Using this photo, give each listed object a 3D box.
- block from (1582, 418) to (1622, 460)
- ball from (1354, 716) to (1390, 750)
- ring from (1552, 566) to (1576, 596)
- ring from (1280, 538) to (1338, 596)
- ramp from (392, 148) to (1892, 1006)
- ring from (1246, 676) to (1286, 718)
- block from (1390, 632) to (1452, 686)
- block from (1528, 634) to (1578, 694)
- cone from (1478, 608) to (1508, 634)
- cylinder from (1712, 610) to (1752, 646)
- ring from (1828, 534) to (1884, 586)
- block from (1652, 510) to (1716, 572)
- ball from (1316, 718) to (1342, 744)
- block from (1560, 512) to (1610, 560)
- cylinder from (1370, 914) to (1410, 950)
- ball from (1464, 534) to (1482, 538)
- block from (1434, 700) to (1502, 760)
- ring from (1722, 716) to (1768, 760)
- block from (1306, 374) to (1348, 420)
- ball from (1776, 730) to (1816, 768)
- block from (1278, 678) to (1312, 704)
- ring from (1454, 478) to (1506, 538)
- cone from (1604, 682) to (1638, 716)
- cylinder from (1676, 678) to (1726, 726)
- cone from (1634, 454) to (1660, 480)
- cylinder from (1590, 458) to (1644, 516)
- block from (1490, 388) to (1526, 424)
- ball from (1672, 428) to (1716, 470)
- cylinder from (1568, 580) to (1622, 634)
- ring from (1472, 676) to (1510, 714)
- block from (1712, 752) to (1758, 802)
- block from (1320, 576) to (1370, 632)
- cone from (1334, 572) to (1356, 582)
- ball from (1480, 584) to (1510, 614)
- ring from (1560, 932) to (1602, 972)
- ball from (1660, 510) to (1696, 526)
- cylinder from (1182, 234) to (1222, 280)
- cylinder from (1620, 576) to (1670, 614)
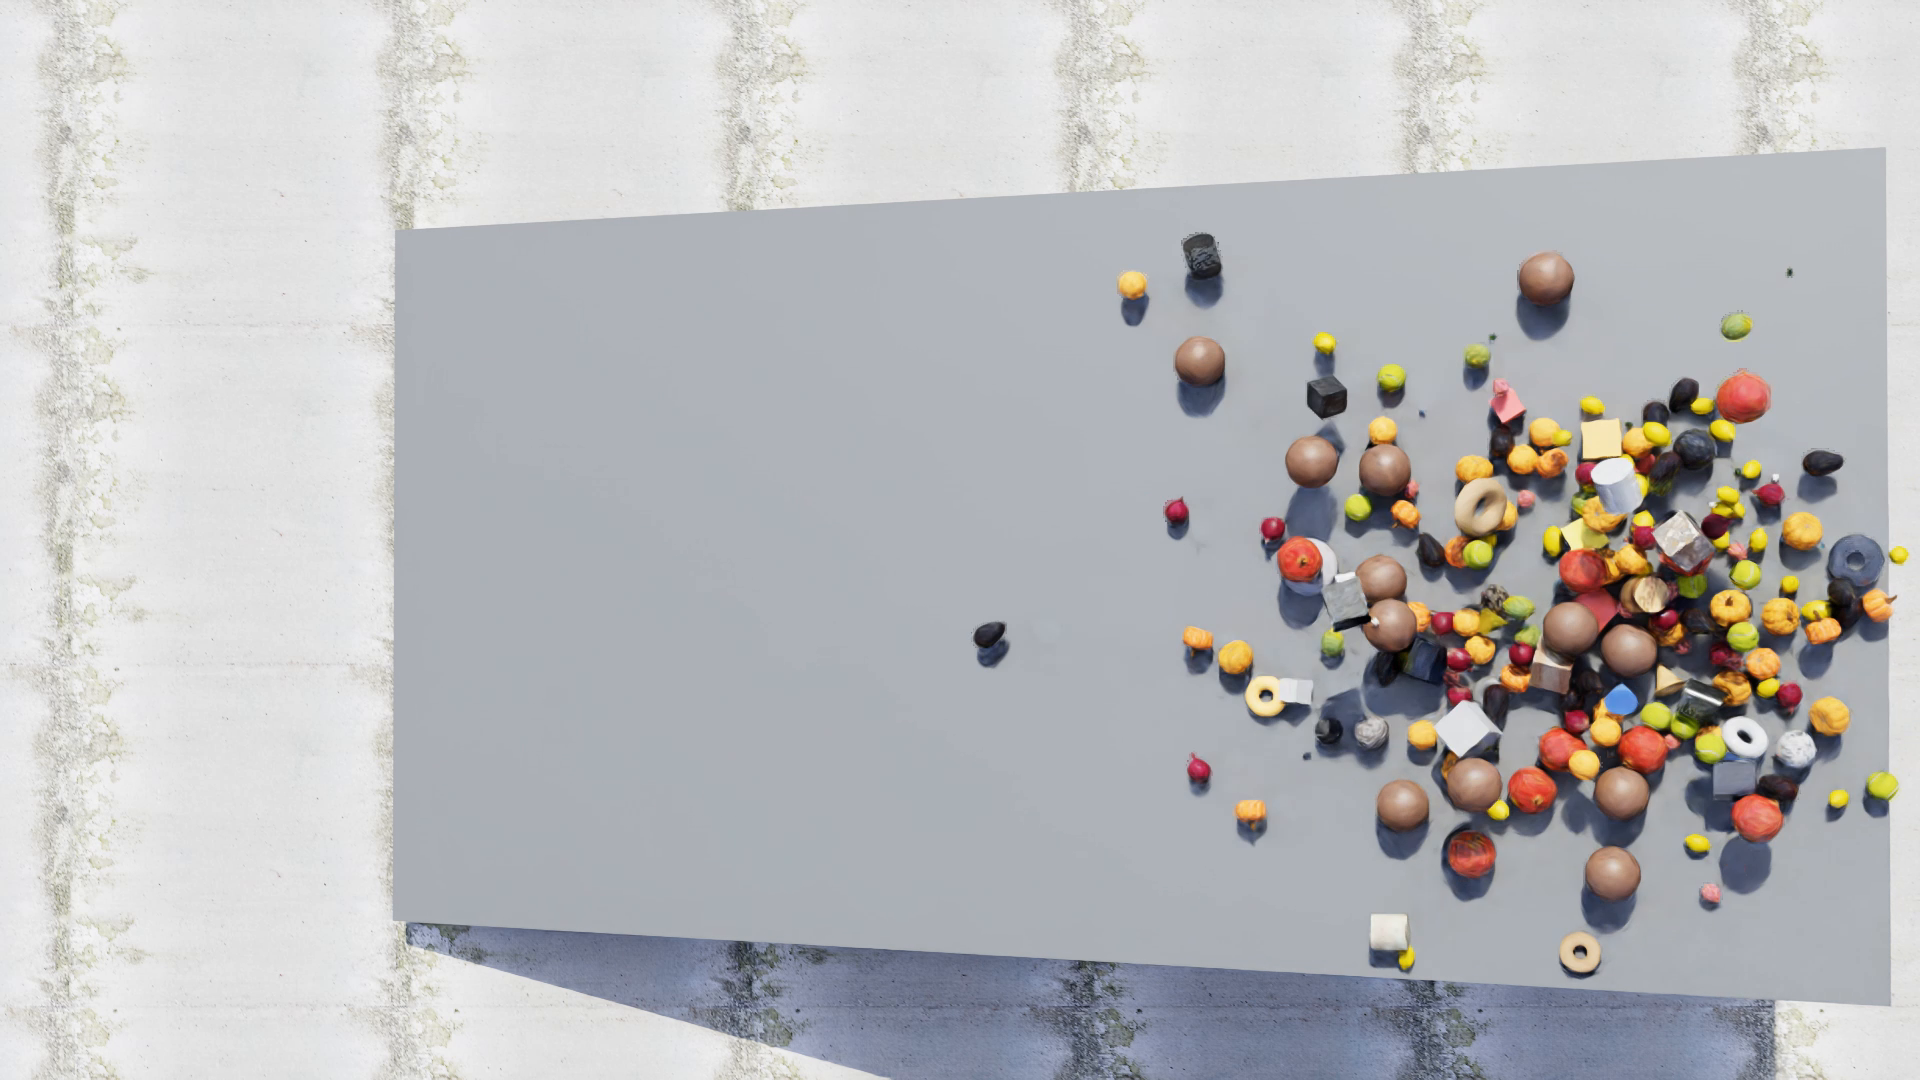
[{"bbox_3d":[1.542,-0.240,5.279,0.087,0.087,0.087,-4,88,18],"label":"block"},{"bbox_3d":[1.019,0.477,5.440,0.088,0.088,0.088,0,89,0],"label":"ball"},{"bbox_3d":[1.458,0.099,5.308,0.027,0.080,0.080,31,89,25],"label":"ring"},{"bbox_3d":[0.876,0.068,5.513,0.146,0.049,0.146,0,89,16],"label":"ring"},{"bbox_3d":[0.277,0.092,5.789,4.000,0.100,2.000,0,89,18],"label":"ramp"},{"bbox_3d":[0.773,0.394,5.549,0.105,0.035,0.105,-1,86,20],"label":"ring"},{"bbox_3d":[1.129,0.292,5.384,0.093,0.093,0.093,18,95,-22],"label":"block"},{"bbox_3d":[1.428,0.298,5.287,0.091,0.091,0.091,13,50,18],"label":"block"},{"bbox_3d":[1.301,0.200,5.323,0.066,0.066,0.066,7,89,-17],"label":"cone"},{"bbox_3d":[1.822,0.208,5.190,0.070,0.070,0.070,20,89,18],"label":"cylinder"},{"bbox_3d":[2.087,0.048,5.121,0.123,0.041,0.123,0,91,18],"label":"ring"},{"bbox_3d":[1.656,0.003,5.030,0.084,0.084,0.084,-42,131,20],"label":"block"},{"bbox_3d":[0.921,0.476,5.484,0.068,0.068,0.068,0,89,0],"label":"ball"},{"bbox_3d":[1.505,-0.009,5.291,0.083,0.083,0.083,-32,80,15],"label":"block"},{"bbox_3d":[1.061,0.967,5.420,0.086,0.086,0.086,-1,89,18],"label":"cylinder"},{"bbox_3d":[1.259,-0.033,5.383,0.062,0.062,0.062,0,89,0],"label":"ball"},{"bbox_3d":[1.225,0.460,5.305,0.100,0.100,0.100,-46,62,17],"label":"block"},{"bbox_3d":[1.840,0.464,5.157,0.111,0.037,0.111,6,52,-7],"label":"ring"},{"bbox_3d":[0.901,-0.351,5.400,0.069,0.069,0.069,-18,131,-17],"label":"block"},{"bbox_3d":[1.952,0.489,5.134,0.088,0.088,0.088,0,89,0],"label":"ball"},{"bbox_3d":[0.840,0.377,5.505,0.057,0.057,0.057,5,91,-37],"label":"block"},{"bbox_3d":[1.247,-0.077,5.269,0.149,0.050,0.149,-10,110,-28],"label":"ring"},{"bbox_3d":[1.563,0.360,5.196,0.077,0.077,0.077,9,127,12],"label":"cone"},{"bbox_3d":[1.740,0.381,5.166,0.087,0.087,0.087,24,89,20],"label":"cylinder"},{"bbox_3d":[1.658,-0.166,5.272,0.058,0.058,0.058,44,89,-13],"label":"cone"},{"bbox_3d":[1.481,-0.121,4.956,0.092,0.092,0.092,-30,121,0],"label":"cylinder"},{"bbox_3d":[1.336,-0.327,5.361,0.062,0.062,0.062,-34,79,15],"label":"block"},{"bbox_3d":[1.740,-0.214,5.207,0.099,0.099,0.099,0,89,0],"label":"ball"},{"bbox_3d":[1.524,0.161,5.276,0.093,0.093,0.093,42,89,14],"label":"cylinder"},{"bbox_3d":[1.299,0.381,5.380,0.094,0.031,0.094,0,89,17],"label":"ring"},{"bbox_3d":[1.819,0.557,5.166,0.095,0.095,0.095,1,99,18],"label":"block"},{"bbox_3d":[0.907,0.152,5.170,0.090,0.090,0.090,-17,70,7],"label":"block"},{"bbox_3d":[0.969,0.094,5.471,0.055,0.055,0.055,-40,89,-3],"label":"cone"},{"bbox_3d":[1.304,0.145,5.360,0.071,0.071,0.071,0,89,0],"label":"ball"},{"bbox_3d":[1.497,0.995,5.306,0.098,0.033,0.098,0,89,19],"label":"ring"},{"bbox_3d":[1.706,-0.029,5.223,0.086,0.086,0.086,0,89,0],"label":"ball"},{"bbox_3d":[0.613,-0.715,5.561,0.083,0.083,0.083,-23,125,0],"label":"cylinder"},{"bbox_3d":[1.604,0.129,5.155,0.083,0.083,0.083,0,87,-8],"label":"cylinder"}]
